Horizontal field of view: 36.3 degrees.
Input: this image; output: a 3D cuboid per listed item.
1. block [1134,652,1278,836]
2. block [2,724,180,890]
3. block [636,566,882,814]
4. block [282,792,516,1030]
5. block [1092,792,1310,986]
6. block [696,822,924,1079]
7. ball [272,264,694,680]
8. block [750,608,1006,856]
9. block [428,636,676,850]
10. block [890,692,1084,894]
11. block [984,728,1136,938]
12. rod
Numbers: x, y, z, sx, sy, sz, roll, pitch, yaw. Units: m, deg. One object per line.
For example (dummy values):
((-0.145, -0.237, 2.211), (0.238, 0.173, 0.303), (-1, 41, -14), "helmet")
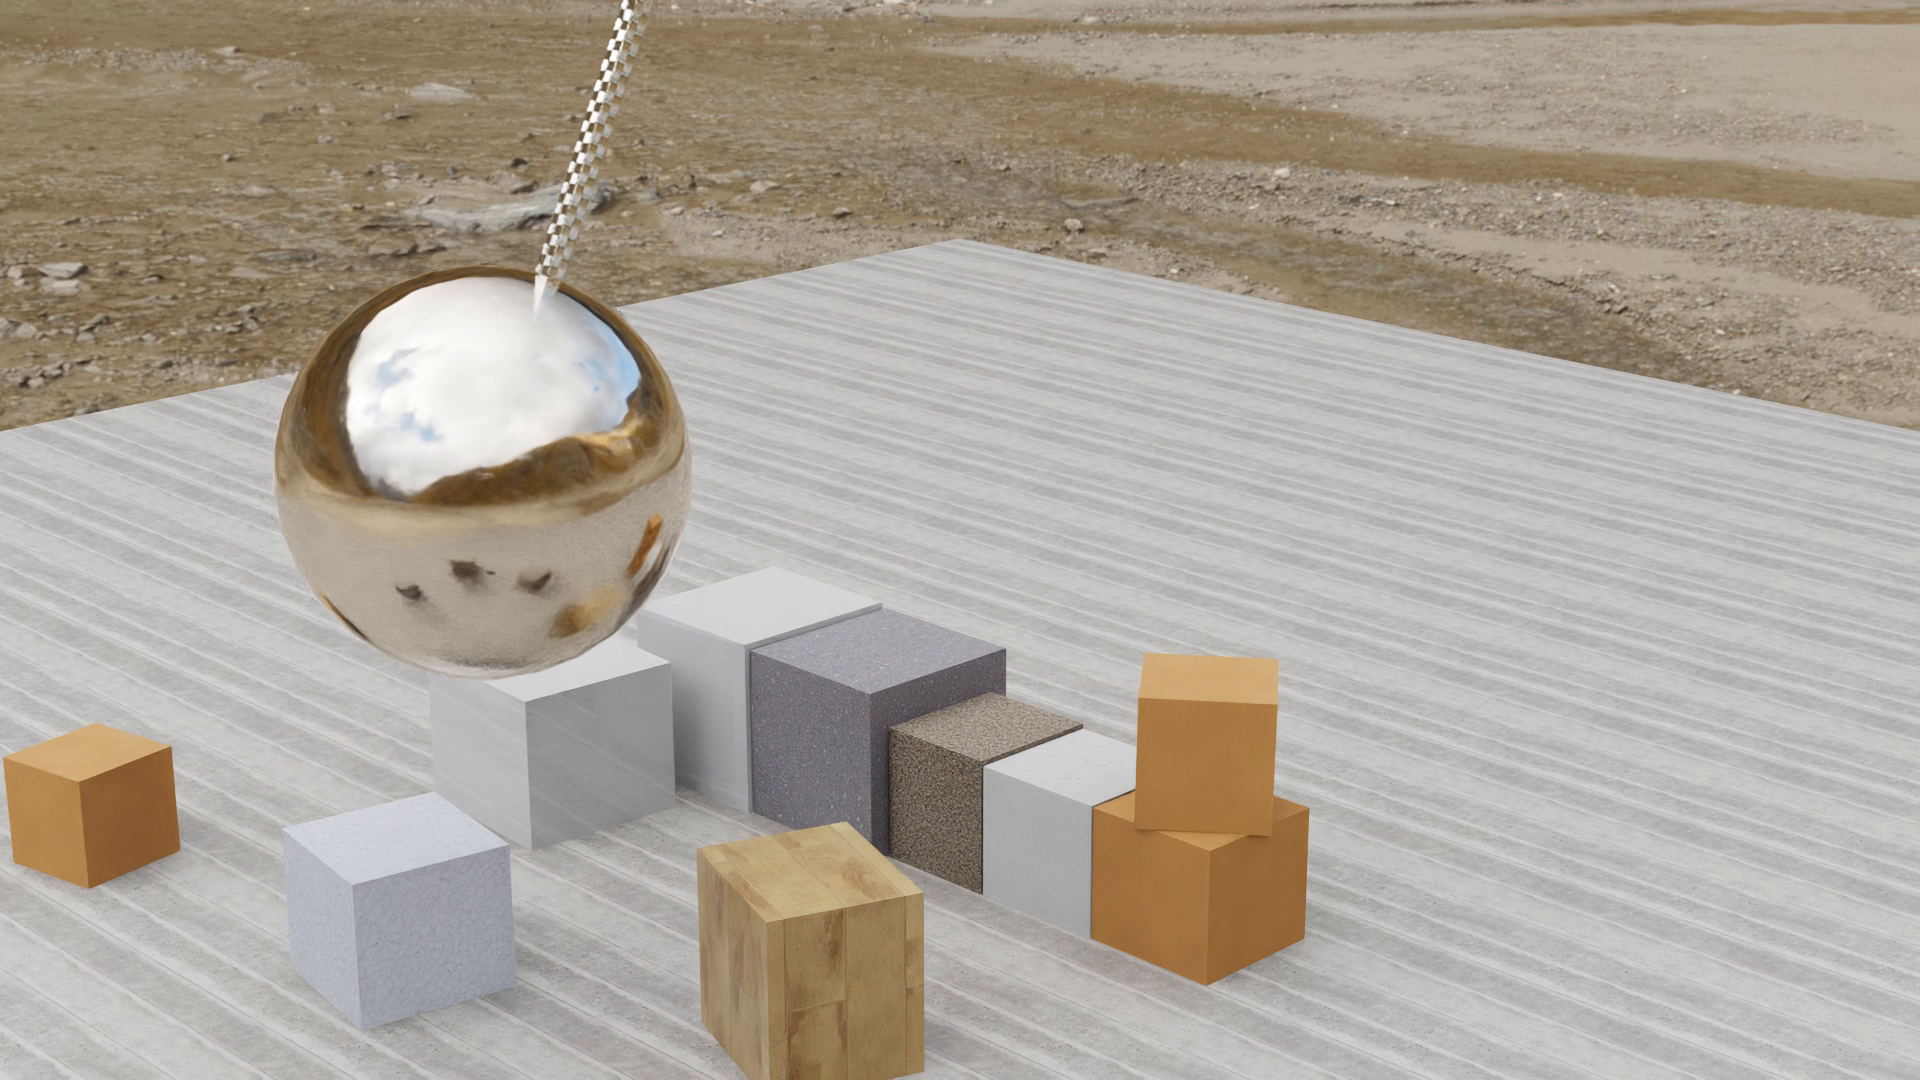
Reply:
((1.057, 0.867, 12.529), (0.578, 0.591, 0.550), (3, 18, 6), "block")
((-4.017, 1.224, 13.578), (0.527, 0.523, 0.534), (12, 21, 33), "block")
((-0.989, 0.727, 14.591), (0.900, 0.863, 0.813), (-17, 24, -42), "block")
((-2.361, 1.547, 12.344), (0.703, 0.647, 0.708), (-12, 21, -34), "block")
((1.039, 1.447, 12.713), (0.659, 0.617, 0.657), (-17, 24, -42), "block")
((-0.601, 1.676, 11.721), (0.655, 0.775, 0.777), (-8, 19, -24), "block")
((-1.835, -0.262, 11.336), (1.600, 1.600, 1.600), (0, 17, 0), "ball")
((-0.387, 0.915, 14.047), (0.887, 0.831, 0.830), (-17, 24, -42), "block")
((-1.973, 0.922, 14.171), (0.822, 0.744, 0.861), (-14, 23, -39), "block")
((0.121, 1.161, 13.574), (0.666, 0.646, 0.597), (-17, 24, -42), "block")
((0.566, 1.305, 13.149), (0.651, 0.625, 0.655), (17, 24, 42), "block")
((-0.795, -3.498, 11.409), (0.080, 5.200, 0.080), (17, -2, 42), "rod")
